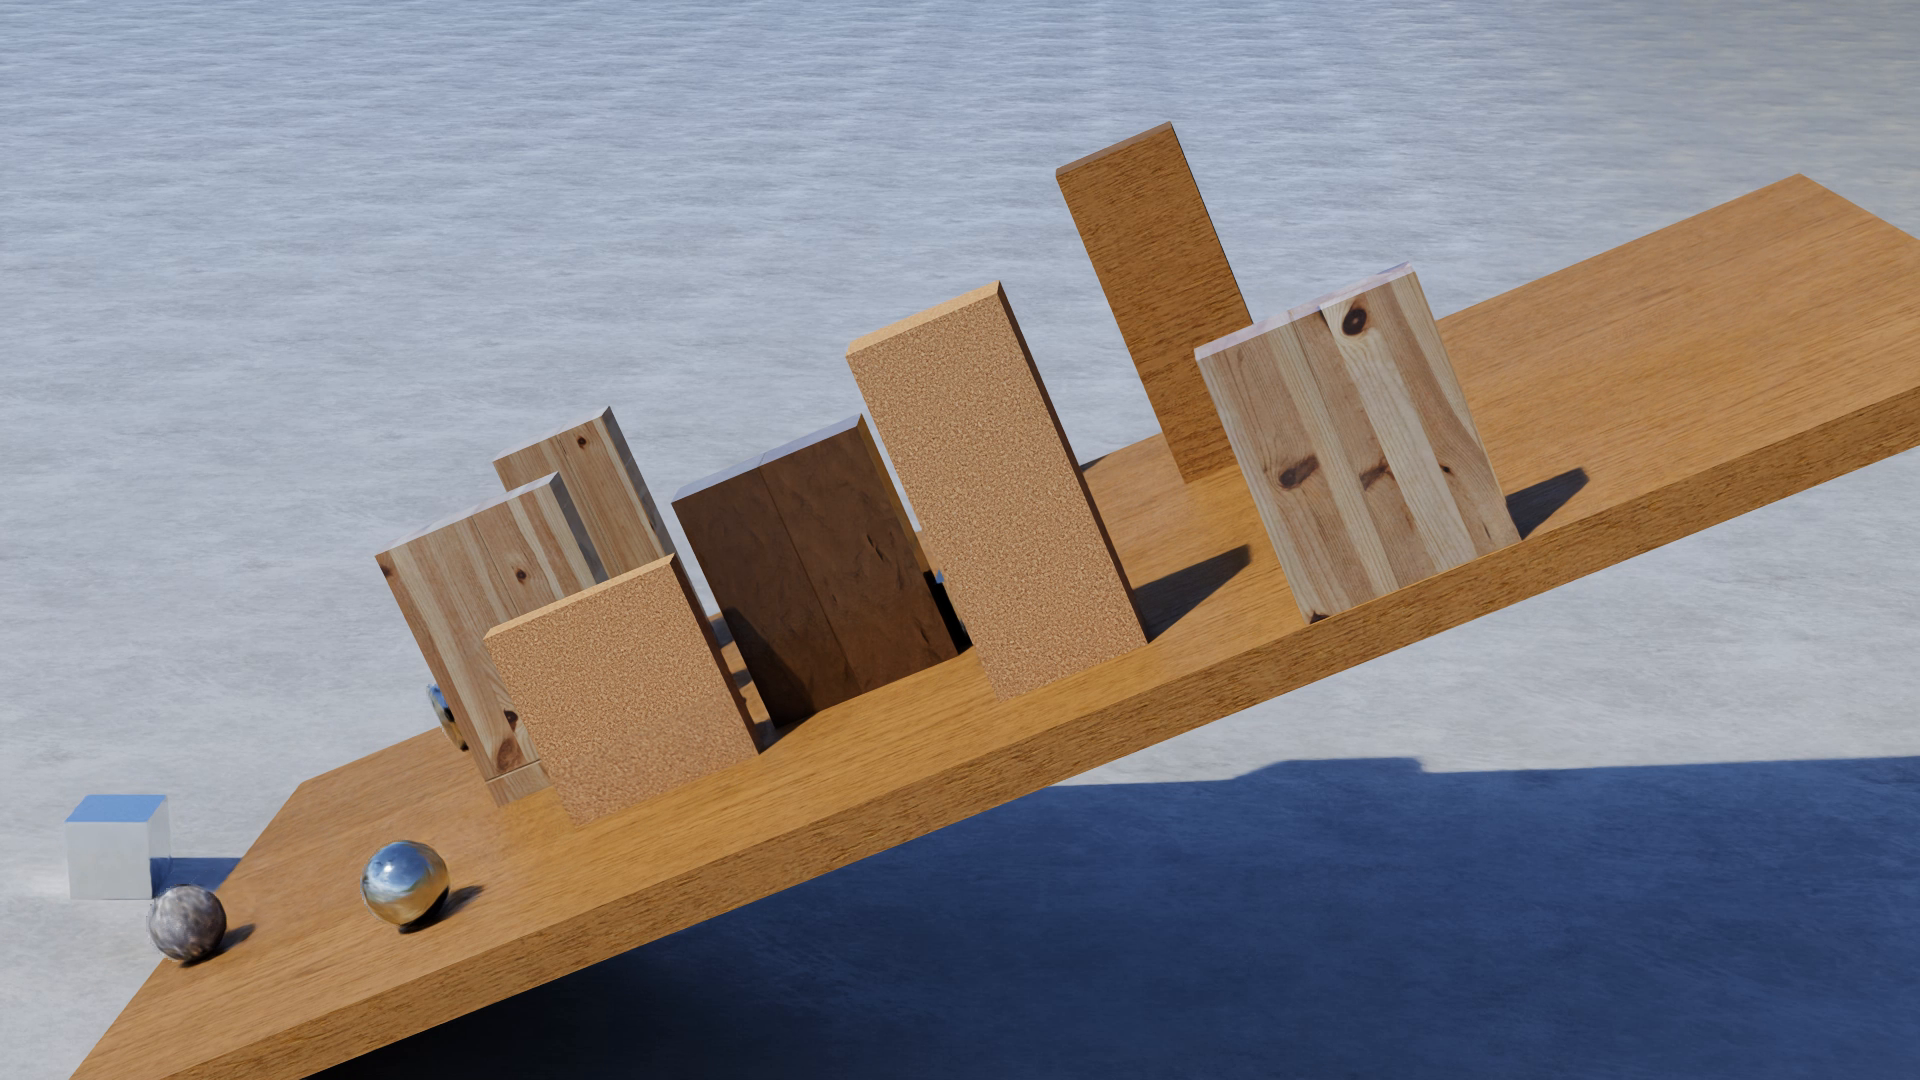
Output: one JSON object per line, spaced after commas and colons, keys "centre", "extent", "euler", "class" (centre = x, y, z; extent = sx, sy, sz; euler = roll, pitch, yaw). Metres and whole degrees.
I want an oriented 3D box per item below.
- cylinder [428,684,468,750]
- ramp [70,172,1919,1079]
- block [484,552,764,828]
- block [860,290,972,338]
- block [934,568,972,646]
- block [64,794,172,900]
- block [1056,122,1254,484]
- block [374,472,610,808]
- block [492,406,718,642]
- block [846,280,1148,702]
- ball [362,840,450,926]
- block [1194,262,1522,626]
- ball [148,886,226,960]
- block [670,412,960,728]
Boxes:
{"centre": [-1.176, 0.396, 7.127], "extent": [0.167, 0.167, 0.167], "euler": [-28, 24, -17], "class": "cylinder"}
{"centre": [0.129, 0.171, 6.286], "extent": [4.000, 0.100, 2.000], "euler": [-22, 13, 8], "class": "ramp"}
{"centre": [-0.680, 0.307, 5.963], "extent": [0.415, 0.435, 0.080], "euler": [-22, 13, 8], "class": "block"}
{"centre": [-0.007, -0.303, 7.086], "extent": [0.306, 0.511, 0.124], "euler": [-22, 13, 8], "class": "block"}
{"centre": [0.044, 0.112, 6.121], "extent": [0.143, 0.143, 0.143], "euler": [-21, 13, 11], "class": "block"}
{"centre": [-2.016, 0.735, 7.054], "extent": [0.194, 0.194, 0.194], "euler": [0, 15, 0], "class": "block"}
{"centre": [0.485, -0.527, 6.556], "extent": [0.275, 0.750, 0.133], "euler": [-22, 13, 8], "class": "block"}
{"centre": [-0.939, 0.218, 6.387], "extent": [0.415, 0.616, 0.115], "euler": [-22, 13, 8], "class": "block"}
{"centre": [-0.835, 0.030, 6.958], "extent": [0.282, 0.625, 0.119], "euler": [-22, 13, 8], "class": "block"}
{"centre": [0.074, -0.090, 5.550], "extent": [0.305, 0.726, 0.147], "euler": [-22, 13, 8], "class": "block"}
{"centre": [-1.092, 0.677, 5.799], "extent": [0.169, 0.169, 0.169], "euler": [0, 15, 0], "class": "ball"}
{"centre": [0.702, -0.169, 5.205], "extent": [0.406, 0.520, 0.113], "euler": [-22, 13, 8], "class": "block"}
{"centre": [-1.644, 0.815, 6.262], "extent": [0.160, 0.160, 0.160], "euler": [0, 15, 0], "class": "ball"}
{"centre": [-0.292, 0.065, 6.056], "extent": [0.413, 0.522, 0.131], "euler": [-22, 13, 8], "class": "block"}
